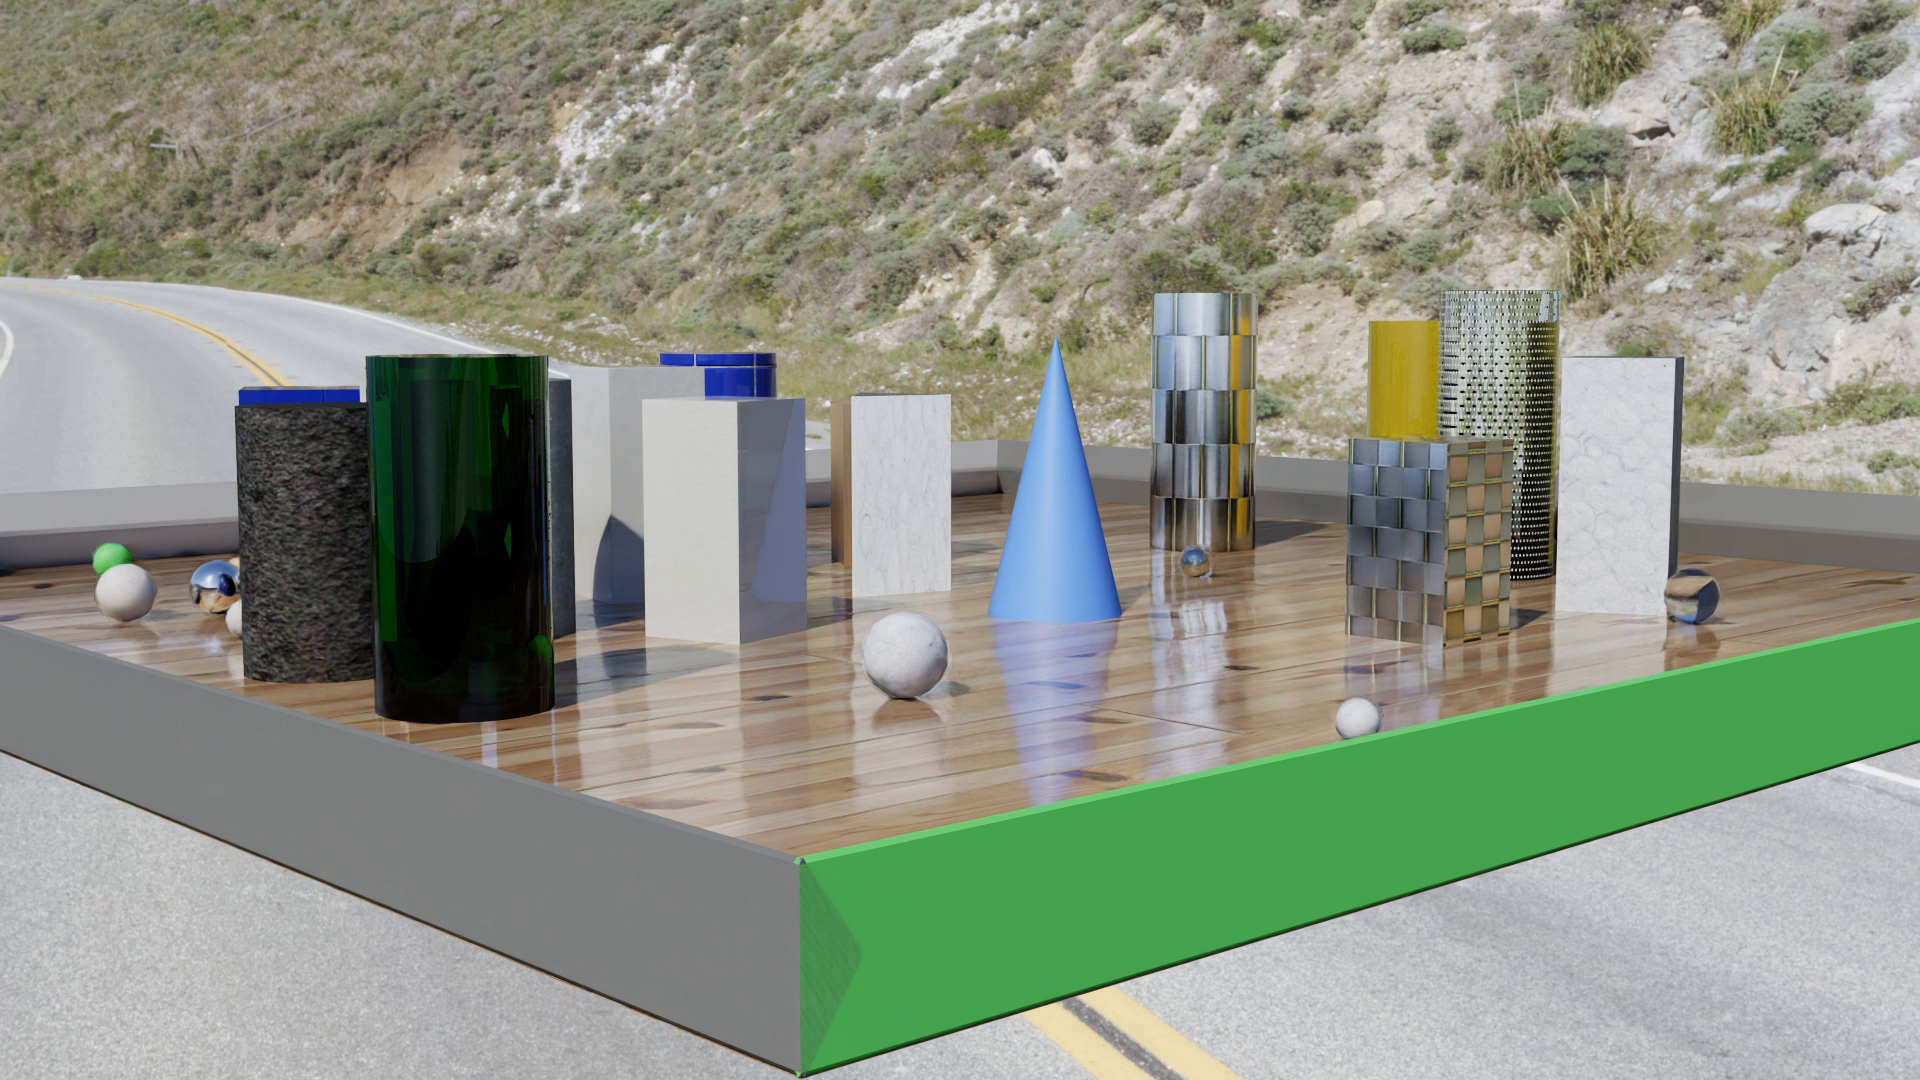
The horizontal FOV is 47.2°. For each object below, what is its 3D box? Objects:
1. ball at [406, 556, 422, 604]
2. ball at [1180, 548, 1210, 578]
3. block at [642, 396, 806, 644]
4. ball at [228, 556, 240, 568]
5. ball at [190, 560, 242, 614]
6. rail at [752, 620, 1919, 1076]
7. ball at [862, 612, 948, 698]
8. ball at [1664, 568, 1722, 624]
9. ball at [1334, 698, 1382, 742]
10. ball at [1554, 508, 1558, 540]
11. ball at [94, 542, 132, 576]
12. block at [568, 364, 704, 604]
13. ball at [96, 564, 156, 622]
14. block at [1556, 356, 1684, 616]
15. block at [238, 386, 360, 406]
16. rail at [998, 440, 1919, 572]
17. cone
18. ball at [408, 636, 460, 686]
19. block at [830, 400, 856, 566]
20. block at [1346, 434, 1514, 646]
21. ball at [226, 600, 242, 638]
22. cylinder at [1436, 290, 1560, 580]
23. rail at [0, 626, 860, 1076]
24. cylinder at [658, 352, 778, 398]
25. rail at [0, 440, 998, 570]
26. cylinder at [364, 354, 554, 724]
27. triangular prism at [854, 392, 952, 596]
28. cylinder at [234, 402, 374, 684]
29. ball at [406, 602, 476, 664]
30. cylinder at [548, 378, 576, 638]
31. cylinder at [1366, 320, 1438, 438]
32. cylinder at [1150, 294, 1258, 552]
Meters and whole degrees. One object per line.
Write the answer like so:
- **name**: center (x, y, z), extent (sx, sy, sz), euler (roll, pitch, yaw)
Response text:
- **ball**: center (-0.851, 0.061, 3.315), extent (0.080, 0.080, 0.080), euler (0, 6, 0)
- **ball**: center (0.394, 0.037, 3.684), extent (0.051, 0.051, 0.051), euler (0, 6, 0)
- **block**: center (-0.323, -0.032, 3.032), extent (0.159, 0.325, 0.159), euler (3, 7, 30)
- **ball**: center (-1.133, 0.056, 3.459), extent (0.060, 0.060, 0.060), euler (0, 6, 0)
- **ball**: center (-1.089, 0.070, 3.229), extent (0.080, 0.080, 0.080), euler (0, 6, 0)
- **rail**: center (0.974, 0.143, 2.282), extent (2.946, 0.129, 0.045), euler (-5, 8, -42)
- **ball**: center (-0.063, 0.132, 2.537), extent (0.099, 0.099, 0.099), euler (0, 6, 0)
- **ball**: center (1.047, 0.079, 3.144), extent (0.079, 0.079, 0.079), euler (0, 6, 0)
- **ball**: center (0.411, 0.186, 2.269), extent (0.047, 0.047, 0.047), euler (0, 6, 0)
- **ball**: center (1.154, -0.029, 4.118), extent (0.093, 0.093, 0.093), euler (0, 6, 0)
- **ball**: center (-1.411, 0.035, 3.662), extent (0.060, 0.060, 0.060), euler (0, 6, 0)
- **block**: center (-0.504, -0.092, 3.436), extent (0.159, 0.359, 0.159), euler (-4, 7, -32)
- **ball**: center (-1.200, 0.075, 3.165), extent (0.083, 0.083, 0.083), euler (0, 6, 0)
- **block**: center (0.993, -0.087, 3.307), extent (0.159, 0.375, 0.159), euler (2, 6, 23)
- **block**: center (-0.924, -0.046, 3.101), extent (0.159, 0.337, 0.159), euler (-2, 6, -15)
- **rail**: center (1.065, -0.068, 4.309), extent (0.045, 0.129, 2.920), euler (-5, 8, -42)
- **cone**: center (0.140, -0.096, 3.229), extent (0.199, 0.411, 0.199), euler (0, 6, 0)
- **ball**: center (-0.627, 0.143, 2.622), extent (0.060, 0.060, 0.060), euler (0, 6, 0)
- **block**: center (-0.141, -0.105, 3.928), extent (0.159, 0.283, 0.159), euler (-1, 6, -11)
- **block**: center (0.644, -0.004, 3.021), extent (0.159, 0.270, 0.159), euler (-6, 8, -43)
- **ball**: center (-0.970, 0.107, 2.994), extent (0.055, 0.055, 0.055), euler (0, 6, 0)
- **cylinder**: center (0.905, -0.180, 3.713), extent (0.199, 0.478, 0.199), euler (0, 6, 0)
- **rail**: center (-1.065, 0.135, 2.354), extent (0.045, 0.129, 2.920), euler (-5, 8, -42)
- **cylinder**: center (-0.409, -0.130, 3.731), extent (0.199, 0.374, 0.199), euler (0, 6, 0)
- **rail**: center (-0.974, -0.076, 4.382), extent (2.946, 0.129, 0.045), euler (-5, 8, -42)
- **cylinder**: center (-0.557, -0.008, 2.459), extent (0.199, 0.395, 0.199), euler (0, 6, 0)
- **triangular prism**: center (-0.125, -0.078, 3.530), extent (0.172, 0.312, 0.149), euler (-3, 7, -29)
- **cylinder**: center (-0.787, -0.002, 2.717), extent (0.199, 0.329, 0.199), euler (0, 6, 0)
- **ball**: center (-0.644, 0.120, 2.727), extent (0.085, 0.085, 0.085), euler (0, 6, 0)
- **cylinder**: center (-0.636, -0.047, 3.046), extent (0.199, 0.350, 0.199), euler (0, 6, 0)
- **cylinder**: center (0.835, -0.182, 3.972), extent (0.199, 0.426, 0.199), euler (0, 6, 0)
- **cylinder**: center (0.458, -0.224, 4.139), extent (0.199, 0.477, 0.199), euler (0, 6, 0)
